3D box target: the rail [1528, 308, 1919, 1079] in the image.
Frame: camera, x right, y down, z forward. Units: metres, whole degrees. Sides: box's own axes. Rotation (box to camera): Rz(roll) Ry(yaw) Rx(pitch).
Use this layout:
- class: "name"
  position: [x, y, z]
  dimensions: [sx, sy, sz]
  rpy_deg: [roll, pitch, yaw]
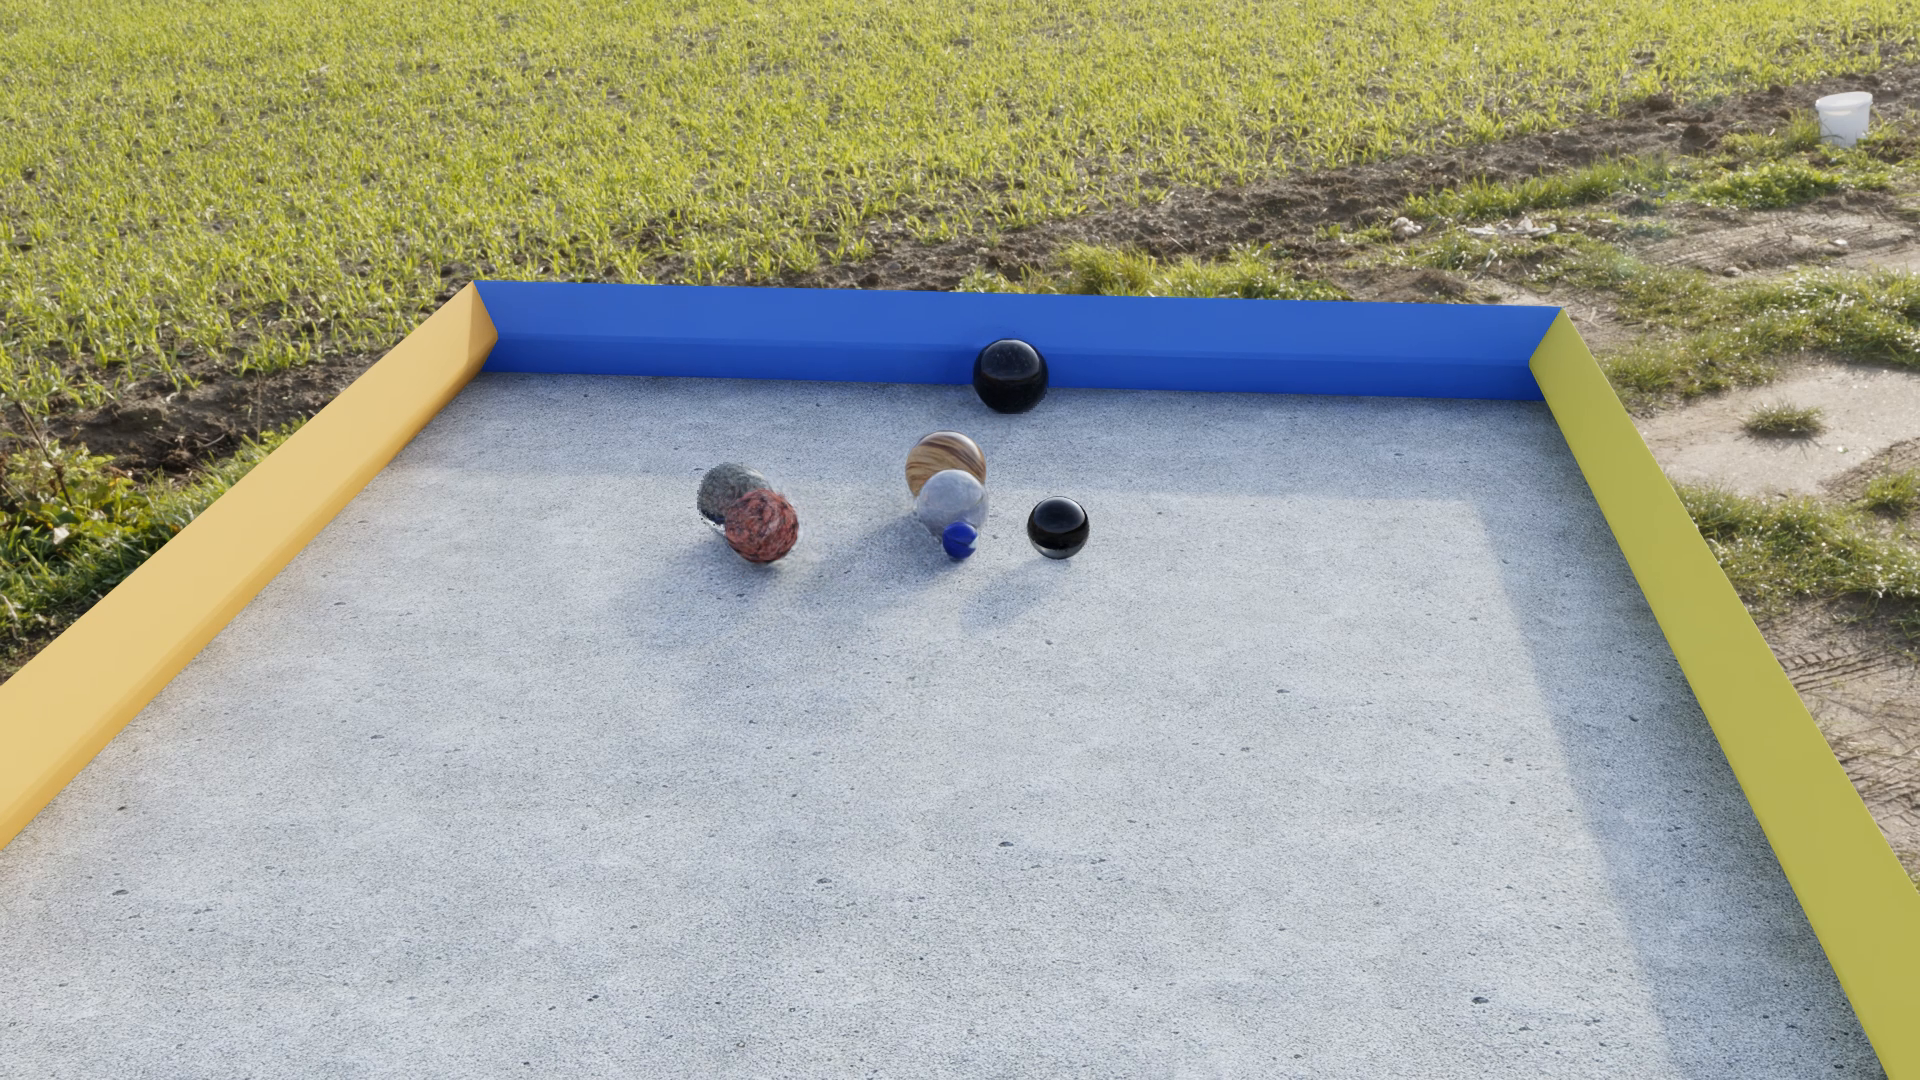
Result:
- class: "rail"
  position: [0.644, 0.243, 1.662]
  dimensions: [0.045, 0.128, 2.679]
  rpy_deg: [2, 22, 5]

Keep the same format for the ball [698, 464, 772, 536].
- class: "ball"
  position: [-0.249, -0.044, 2.452]
  dimensions: [0.083, 0.083, 0.083]
  rpy_deg: [0, 22, 0]

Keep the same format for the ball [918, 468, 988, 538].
- class: "ball"
  position: [-0.008, -0.040, 2.447]
  dimensions: [0.079, 0.079, 0.079]
  rpy_deg: [0, 22, 0]

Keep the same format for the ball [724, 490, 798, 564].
- class: "ball"
  position: [-0.215, -0.014, 2.383]
  dimensions: [0.079, 0.079, 0.079]
  rpy_deg: [0, 22, 0]

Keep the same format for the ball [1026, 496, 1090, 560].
- class: "ball"
  position: [0.107, -0.013, 2.394]
  dimensions: [0.069, 0.069, 0.069]
  rpy_deg: [0, 22, 0]

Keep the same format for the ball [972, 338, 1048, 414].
- class: "ball"
  position: [0.065, -0.214, 2.863]
  dimensions: [0.098, 0.098, 0.098]
  rpy_deg: [0, 22, 0]

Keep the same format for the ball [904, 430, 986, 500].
- class: "ball"
  position: [-0.016, -0.079, 2.525]
  dimensions: [0.094, 0.094, 0.094]
  rpy_deg: [0, 22, 0]

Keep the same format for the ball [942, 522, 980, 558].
- class: "ball"
  position: [0.001, 0.000, 2.398]
  dimensions: [0.040, 0.040, 0.040]
  rpy_deg: [0, 22, 0]

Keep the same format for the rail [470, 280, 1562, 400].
- class: "rail"
  position: [0.059, -0.262, 2.941]
  dimensions: [1.464, 0.128, 0.045]
  rpy_deg: [2, 22, 5]

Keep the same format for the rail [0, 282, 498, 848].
- class: "rail"
  position: [-0.767, 0.195, 1.783]
  dimensions: [0.045, 0.128, 2.679]
  rpy_deg: [2, 22, 5]
